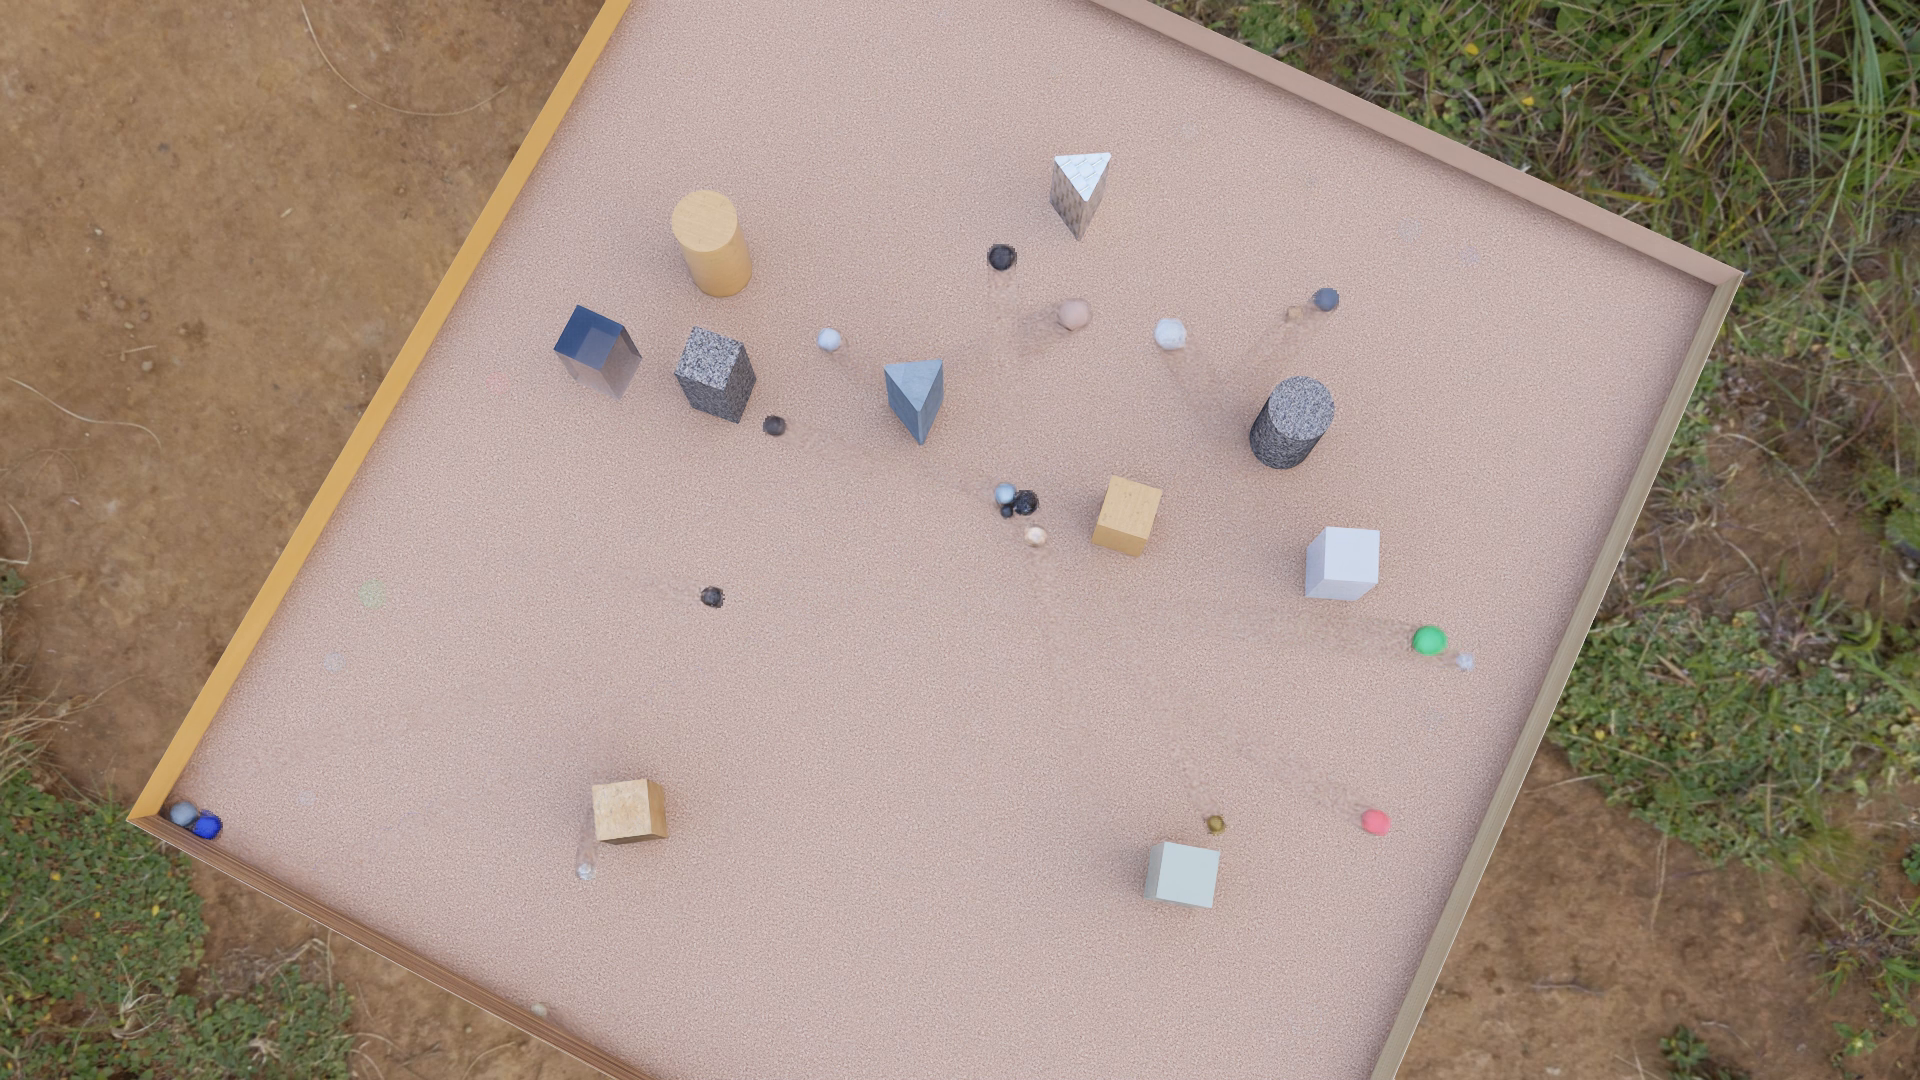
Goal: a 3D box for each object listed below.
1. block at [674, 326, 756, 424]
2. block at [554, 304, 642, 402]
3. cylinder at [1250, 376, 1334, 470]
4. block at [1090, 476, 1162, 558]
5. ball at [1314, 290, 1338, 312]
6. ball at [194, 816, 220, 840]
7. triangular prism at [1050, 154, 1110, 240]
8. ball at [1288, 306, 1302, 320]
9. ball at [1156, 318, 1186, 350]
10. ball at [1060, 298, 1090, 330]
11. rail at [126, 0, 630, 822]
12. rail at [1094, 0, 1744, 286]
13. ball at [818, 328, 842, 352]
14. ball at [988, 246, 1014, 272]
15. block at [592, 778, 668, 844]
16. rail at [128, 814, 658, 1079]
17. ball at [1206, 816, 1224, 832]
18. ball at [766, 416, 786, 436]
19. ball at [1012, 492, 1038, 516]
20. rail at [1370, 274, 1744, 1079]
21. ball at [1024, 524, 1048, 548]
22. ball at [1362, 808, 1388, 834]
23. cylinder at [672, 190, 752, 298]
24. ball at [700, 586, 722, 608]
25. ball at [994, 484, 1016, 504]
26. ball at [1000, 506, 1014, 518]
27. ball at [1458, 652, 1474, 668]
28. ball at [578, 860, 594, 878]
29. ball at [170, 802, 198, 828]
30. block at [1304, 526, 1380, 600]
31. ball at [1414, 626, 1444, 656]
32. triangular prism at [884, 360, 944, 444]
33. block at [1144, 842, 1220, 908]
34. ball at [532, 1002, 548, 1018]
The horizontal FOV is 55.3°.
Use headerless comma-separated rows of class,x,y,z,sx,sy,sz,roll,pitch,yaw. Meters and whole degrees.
block,-0.734,-0.494,5.530,0.155,0.369,0.155,20,79,4
block,-1.096,-0.564,5.567,0.155,0.325,0.155,25,79,5
cylinder,0.994,-0.349,5.508,0.194,0.355,0.194,0,78,0
block,0.497,-0.069,5.495,0.155,0.266,0.155,18,79,4
ball,1.146,-0.750,5.737,0.069,0.069,0.069,0,78,0
ball,-2.218,0.851,5.404,0.071,0.071,0.071,0,78,0
triangular prism,0.392,-1.089,5.672,0.145,0.333,0.168,-33,80,-6
ball,1.048,-0.710,5.743,0.041,0.041,0.041,0,78,0
ball,0.656,-0.640,5.700,0.096,0.096,0.096,0,78,0
ball,0.357,-0.704,5.713,0.097,0.097,0.097,0,78,0
rail,-1.583,-0.768,5.710,0.045,0.126,3.665,26,80,5
rail,0.809,-1.578,5.878,3.586,0.126,0.045,26,80,5
ball,-0.406,-0.623,5.710,0.070,0.070,0.070,0,78,0
ball,0.131,-0.886,5.759,0.081,0.081,0.081,0,78,0
block,-0.953,0.789,5.306,0.155,0.289,0.155,-7,78,-2
rail,-0.809,1.591,5.222,3.586,0.126,0.045,26,80,5
ball,0.755,0.839,5.417,0.052,0.052,0.052,0,78,0
ball,-0.568,-0.351,5.656,0.064,0.064,0.064,0,78,0
ball,0.199,-0.111,5.601,0.075,0.075,0.075,0,78,0
rail,1.583,0.782,5.390,0.045,0.126,3.665,26,80,5
ball,0.231,-0.014,5.583,0.070,0.070,0.070,0,78,0
ball,1.225,0.831,5.406,0.075,0.075,0.075,0,78,0
cylinder,-0.753,-0.900,5.597,0.194,0.402,0.194,0,78,0
ball,-0.752,0.172,5.549,0.063,0.063,0.063,0,78,0
ball,0.138,-0.142,5.613,0.064,0.064,0.064,0,78,0
ball,0.144,-0.087,5.614,0.041,0.041,0.041,0,78,0
ball,1.522,0.364,5.517,0.048,0.048,0.048,0,78,0
ball,-1.101,0.968,5.391,0.050,0.050,0.050,0,78,0
ball,-2.291,0.810,5.409,0.078,0.078,0.078,0,78,0
block,1.134,0.073,5.447,0.155,0.303,0.155,5,78,1
ball,1.408,0.303,5.507,0.091,0.091,0.091,0,78,0
triangular prism,-0.111,-0.441,5.508,0.145,0.391,0.168,-36,81,-7
block,0.630,0.960,5.234,0.155,0.360,0.155,10,78,2
ball,-1.216,1.365,5.309,0.049,0.049,0.049,0,78,0
